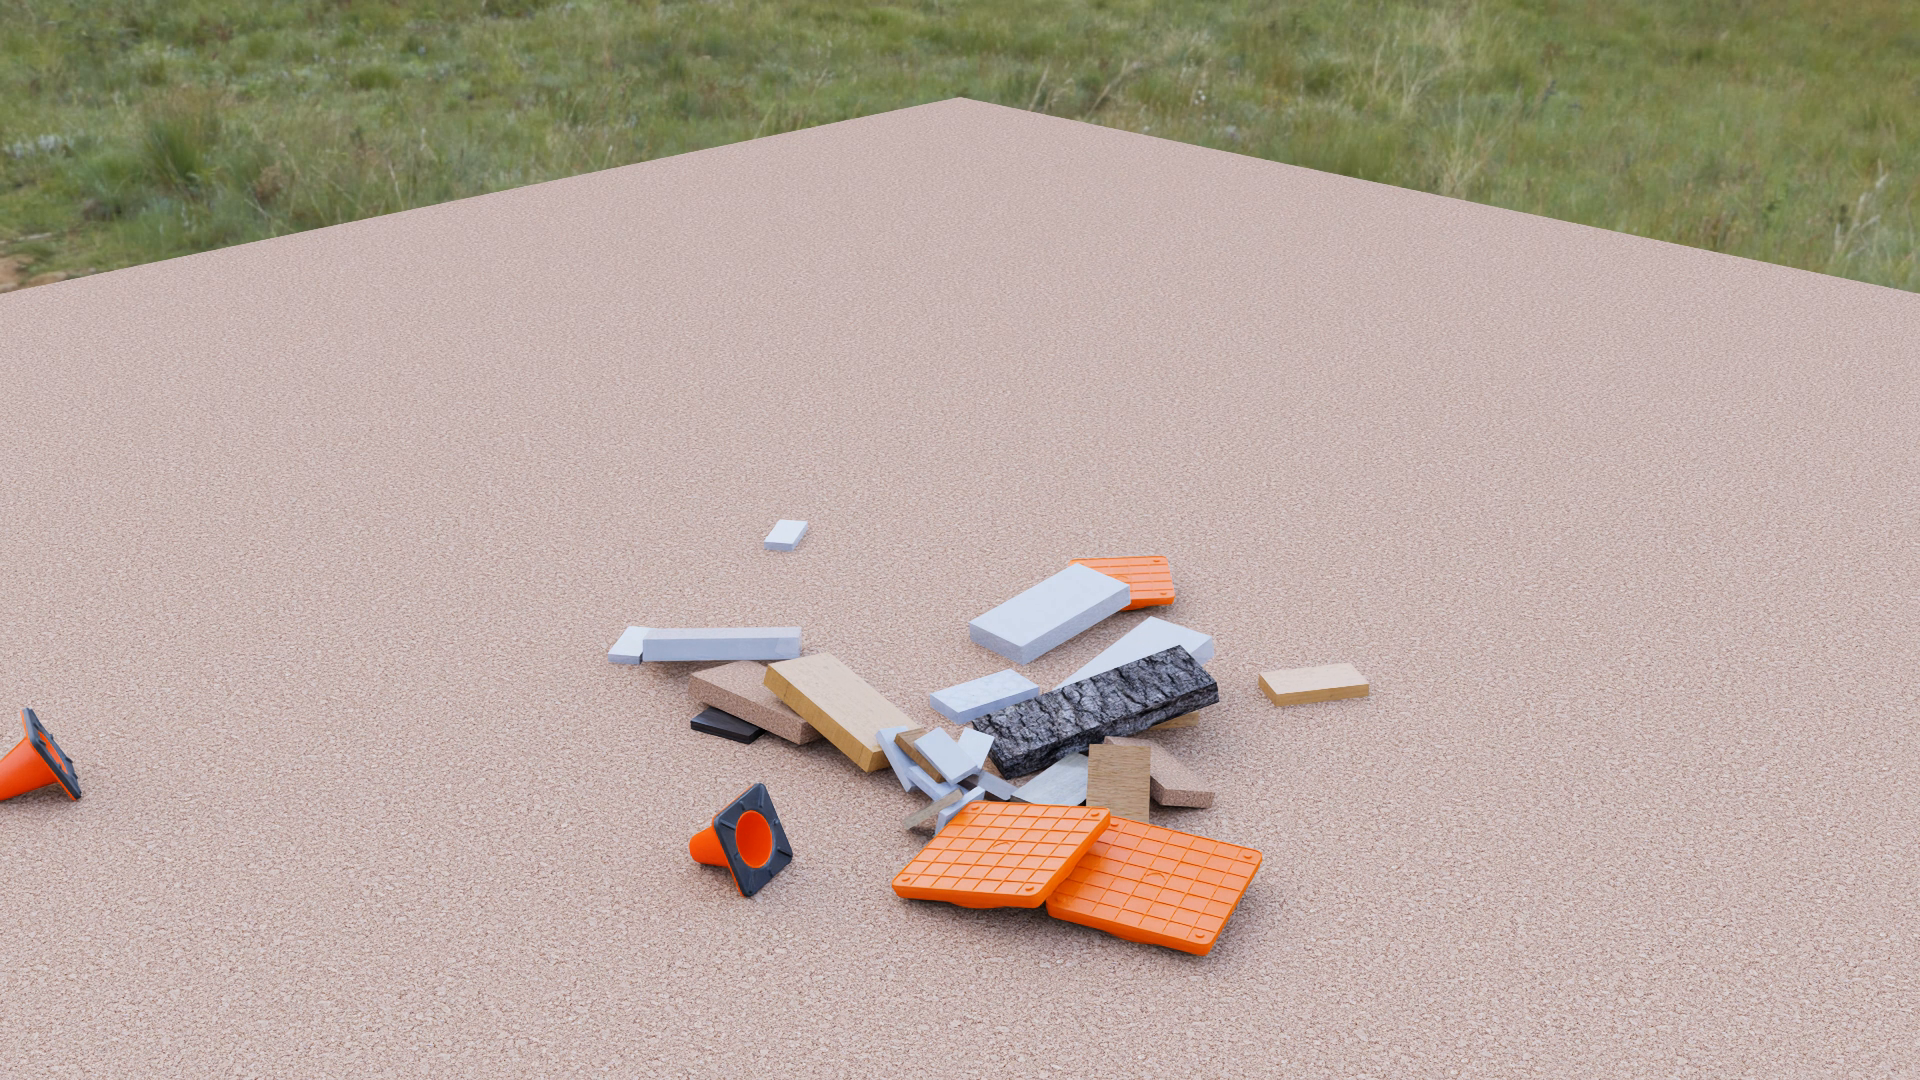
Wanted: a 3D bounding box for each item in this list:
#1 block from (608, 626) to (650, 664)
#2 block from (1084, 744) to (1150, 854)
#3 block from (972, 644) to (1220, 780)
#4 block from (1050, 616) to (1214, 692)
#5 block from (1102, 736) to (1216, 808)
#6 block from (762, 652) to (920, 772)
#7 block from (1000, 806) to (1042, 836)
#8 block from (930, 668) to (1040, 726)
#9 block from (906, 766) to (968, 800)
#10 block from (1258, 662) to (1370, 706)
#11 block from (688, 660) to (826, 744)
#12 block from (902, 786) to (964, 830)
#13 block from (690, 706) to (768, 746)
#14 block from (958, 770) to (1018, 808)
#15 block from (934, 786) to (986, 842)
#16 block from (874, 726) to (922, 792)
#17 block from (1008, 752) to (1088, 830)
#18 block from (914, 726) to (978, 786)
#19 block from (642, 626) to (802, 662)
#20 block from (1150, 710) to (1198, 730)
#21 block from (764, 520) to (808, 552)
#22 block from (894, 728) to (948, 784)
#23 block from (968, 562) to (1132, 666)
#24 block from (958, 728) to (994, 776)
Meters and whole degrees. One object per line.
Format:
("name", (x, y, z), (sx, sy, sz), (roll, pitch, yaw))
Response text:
("block", (-0.763, 0.246, 5.152), (0.076, 0.022, 0.152), (4, 23, 10))
("block", (0.316, 0.515, 4.392), (0.125, 0.035, 0.249), (2, 43, 5))
("block", (0.289, 0.365, 4.700), (0.497, 0.051, 0.180), (-19, 30, -13))
("block", (0.382, 0.299, 4.890), (0.180, 0.051, 0.359), (18, 40, 42))
("block", (0.407, 0.478, 4.543), (0.125, 0.035, 0.249), (8, 17, -30))
("block", (-0.241, 0.364, 4.703), (0.176, 0.050, 0.352), (-10, 36, -45))
("block", (0.120, 0.552, 4.436), (0.064, 0.018, 0.129), (-4, 23, -8))
("block", (0.055, 0.348, 4.900), (0.221, 0.031, 0.110), (-15, 27, -32))
("block", (-0.035, 0.506, 4.483), (0.073, 0.021, 0.146), (-9, 36, -45))
("block", (0.796, 0.325, 4.954), (0.221, 0.031, 0.110), (-5, 24, -13))
("block", (-0.412, 0.353, 4.832), (0.352, 0.050, 0.176), (19, 21, 38))
("block", (-0.053, 0.534, 4.373), (0.131, 0.018, 0.065), (-30, -2, 0))
("block", (-0.502, 0.403, 4.783), (0.152, 0.022, 0.076), (12, 26, 26))
("block", (0.062, 0.504, 4.479), (0.129, 0.018, 0.064), (24, 26, 34))
("block", (0.000, 0.546, 4.389), (0.018, 0.064, 0.129), (29, 34, 27))
("block", (-0.111, 0.453, 4.553), (0.073, 0.021, 0.146), (-4, 53, -42))
("block", (0.219, 0.510, 4.485), (0.125, 0.035, 0.249), (18, 25, 28))
("block", (-0.029, 0.441, 4.489), (0.065, 0.018, 0.131), (-28, 50, -24))
("block", (-0.545, 0.239, 5.069), (0.352, 0.050, 0.176), (-1, 5, -2))
("block", (0.444, 0.353, 4.890), (0.110, 0.031, 0.221), (-5, 23, -11))
("block", (-0.456, -0.012, 5.763), (0.076, 0.022, 0.152), (4, 23, 10))
("block", (-0.062, 0.444, 4.534), (0.073, 0.021, 0.146), (-8, 39, -45))
("block", (0.215, 0.173, 5.226), (0.359, 0.051, 0.180), (-28, 35, -34))
("block", (0.025, 0.437, 4.555), (0.065, 0.018, 0.130), (19, 28, 5))
